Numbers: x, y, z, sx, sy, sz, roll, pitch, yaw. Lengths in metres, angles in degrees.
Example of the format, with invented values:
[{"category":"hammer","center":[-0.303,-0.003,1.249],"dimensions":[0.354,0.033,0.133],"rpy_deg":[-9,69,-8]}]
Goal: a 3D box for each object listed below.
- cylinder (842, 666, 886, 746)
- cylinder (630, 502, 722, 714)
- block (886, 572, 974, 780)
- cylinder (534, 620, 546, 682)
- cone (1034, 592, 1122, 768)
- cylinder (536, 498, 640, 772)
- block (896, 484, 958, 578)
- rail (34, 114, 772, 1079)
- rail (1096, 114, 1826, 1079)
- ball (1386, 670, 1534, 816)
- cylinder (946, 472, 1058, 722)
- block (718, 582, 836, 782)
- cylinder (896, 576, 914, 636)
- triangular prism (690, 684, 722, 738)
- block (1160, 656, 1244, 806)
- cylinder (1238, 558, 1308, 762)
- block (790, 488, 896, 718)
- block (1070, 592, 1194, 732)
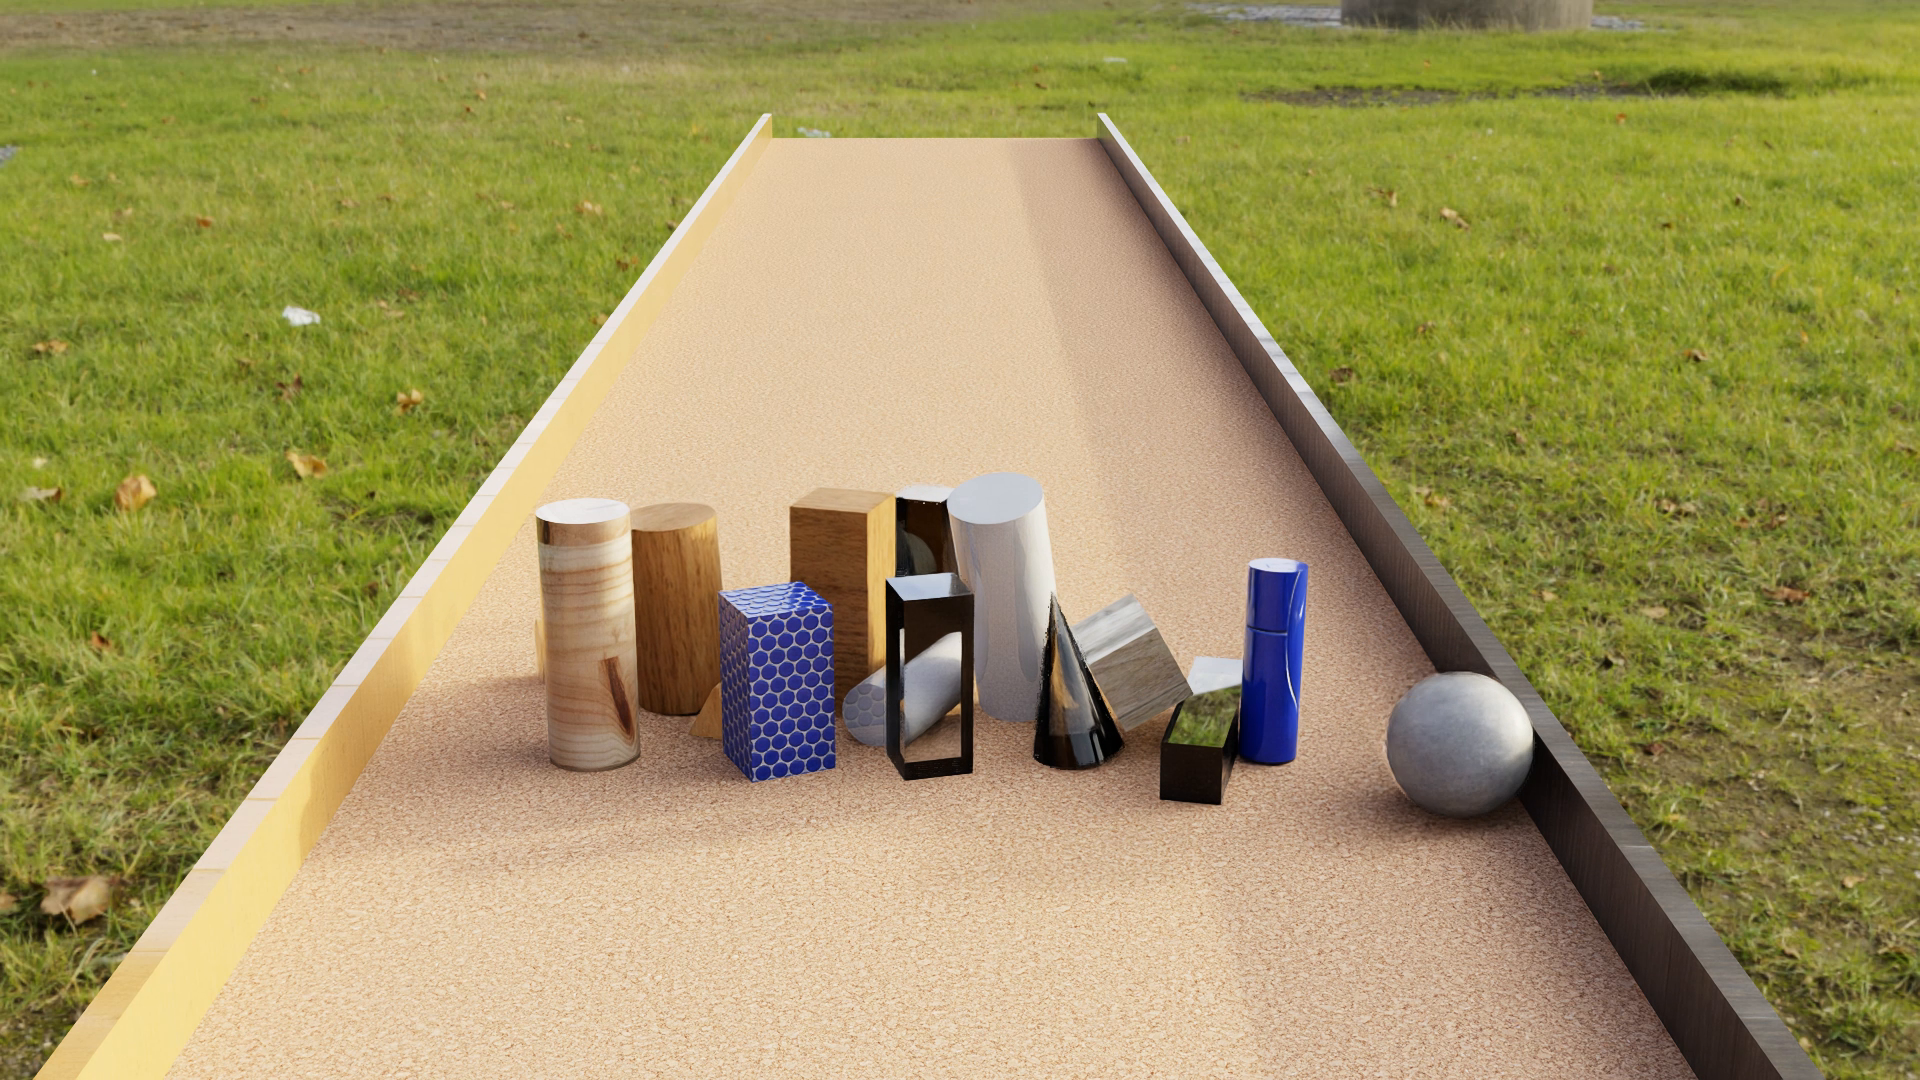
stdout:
[{"category":"cylinder","center":[-0.085,0.268,4.116],"dimensions":[0.120,0.120,0.364],"rpy_deg":[7,18,23]},{"category":"cylinder","center":[-0.534,0.128,4.147],"dimensions":[0.179,0.361,0.179],"rpy_deg":[-3,18,1]},{"category":"block","center":[-0.054,0.238,3.843],"dimensions":[0.124,0.331,0.124],"rpy_deg":[-5,18,-16]},{"category":"cylinder","center":[-0.632,0.201,4.334],"dimensions":[0.393,0.123,0.123],"rpy_deg":[-5,17,-16]},{"category":"cone","center":[0.185,0.229,3.885],"dimensions":[0.161,0.303,0.161],"rpy_deg":[-9,17,3]},{"category":"cylinder","center":[-0.652,0.167,3.868],"dimensions":[0.161,0.454,0.161],"rpy_deg":[0,17,0]},{"category":"block","center":[-0.061,0.068,4.405],"dimensions":[0.106,0.336,0.106],"rpy_deg":[6,18,23]},{"category":"rail","center":[-1.118,-0.838,7.780],"dimensions":[0.050,0.150,12.000],"rpy_deg":[0,17,-1]},{"category":"rail","center":[0.932,-0.844,7.801],"dimensions":[0.050,0.150,12.000],"rpy_deg":[0,17,-1]},{"category":"ball","center":[0.832,0.339,3.662],"dimensions":[0.242,0.242,0.242],"rpy_deg":[0,17,0]},{"category":"cylinder","center":[0.092,0.108,4.041],"dimensions":[0.174,0.437,0.174],"rpy_deg":[-7,32,4]},{"category":"block","center":[-0.322,0.247,3.867],"dimensions":[0.155,0.302,0.155],"rpy_deg":[-8,18,-24]},{"category":"cylinder","center":[-0.206,0.134,4.391],"dimensions":[0.140,0.140,0.303],"rpy_deg":[5,1,18]},{"category":"triangular prism","center":[-0.366,0.254,4.189],"dimensions":[0.114,0.099,0.442],"rpy_deg":[6,18,19]},{"category":"block","center":[0.442,0.333,3.922],"dimensions":[0.105,0.105,0.444],"rpy_deg":[4,17,13]},{"category":"cylinder","center":[0.553,0.213,3.893],"dimensions":[0.104,0.346,0.104],"rpy_deg":[1,13,0]},{"category":"block","center":[-0.218,0.117,4.128],"dimensions":[0.152,0.399,0.152],"rpy_deg":[5,16,17]},{"category":"block","center":[0.312,0.221,4.061],"dimensions":[0.139,0.139,0.371],"rpy_deg":[-30,8,2]}]
